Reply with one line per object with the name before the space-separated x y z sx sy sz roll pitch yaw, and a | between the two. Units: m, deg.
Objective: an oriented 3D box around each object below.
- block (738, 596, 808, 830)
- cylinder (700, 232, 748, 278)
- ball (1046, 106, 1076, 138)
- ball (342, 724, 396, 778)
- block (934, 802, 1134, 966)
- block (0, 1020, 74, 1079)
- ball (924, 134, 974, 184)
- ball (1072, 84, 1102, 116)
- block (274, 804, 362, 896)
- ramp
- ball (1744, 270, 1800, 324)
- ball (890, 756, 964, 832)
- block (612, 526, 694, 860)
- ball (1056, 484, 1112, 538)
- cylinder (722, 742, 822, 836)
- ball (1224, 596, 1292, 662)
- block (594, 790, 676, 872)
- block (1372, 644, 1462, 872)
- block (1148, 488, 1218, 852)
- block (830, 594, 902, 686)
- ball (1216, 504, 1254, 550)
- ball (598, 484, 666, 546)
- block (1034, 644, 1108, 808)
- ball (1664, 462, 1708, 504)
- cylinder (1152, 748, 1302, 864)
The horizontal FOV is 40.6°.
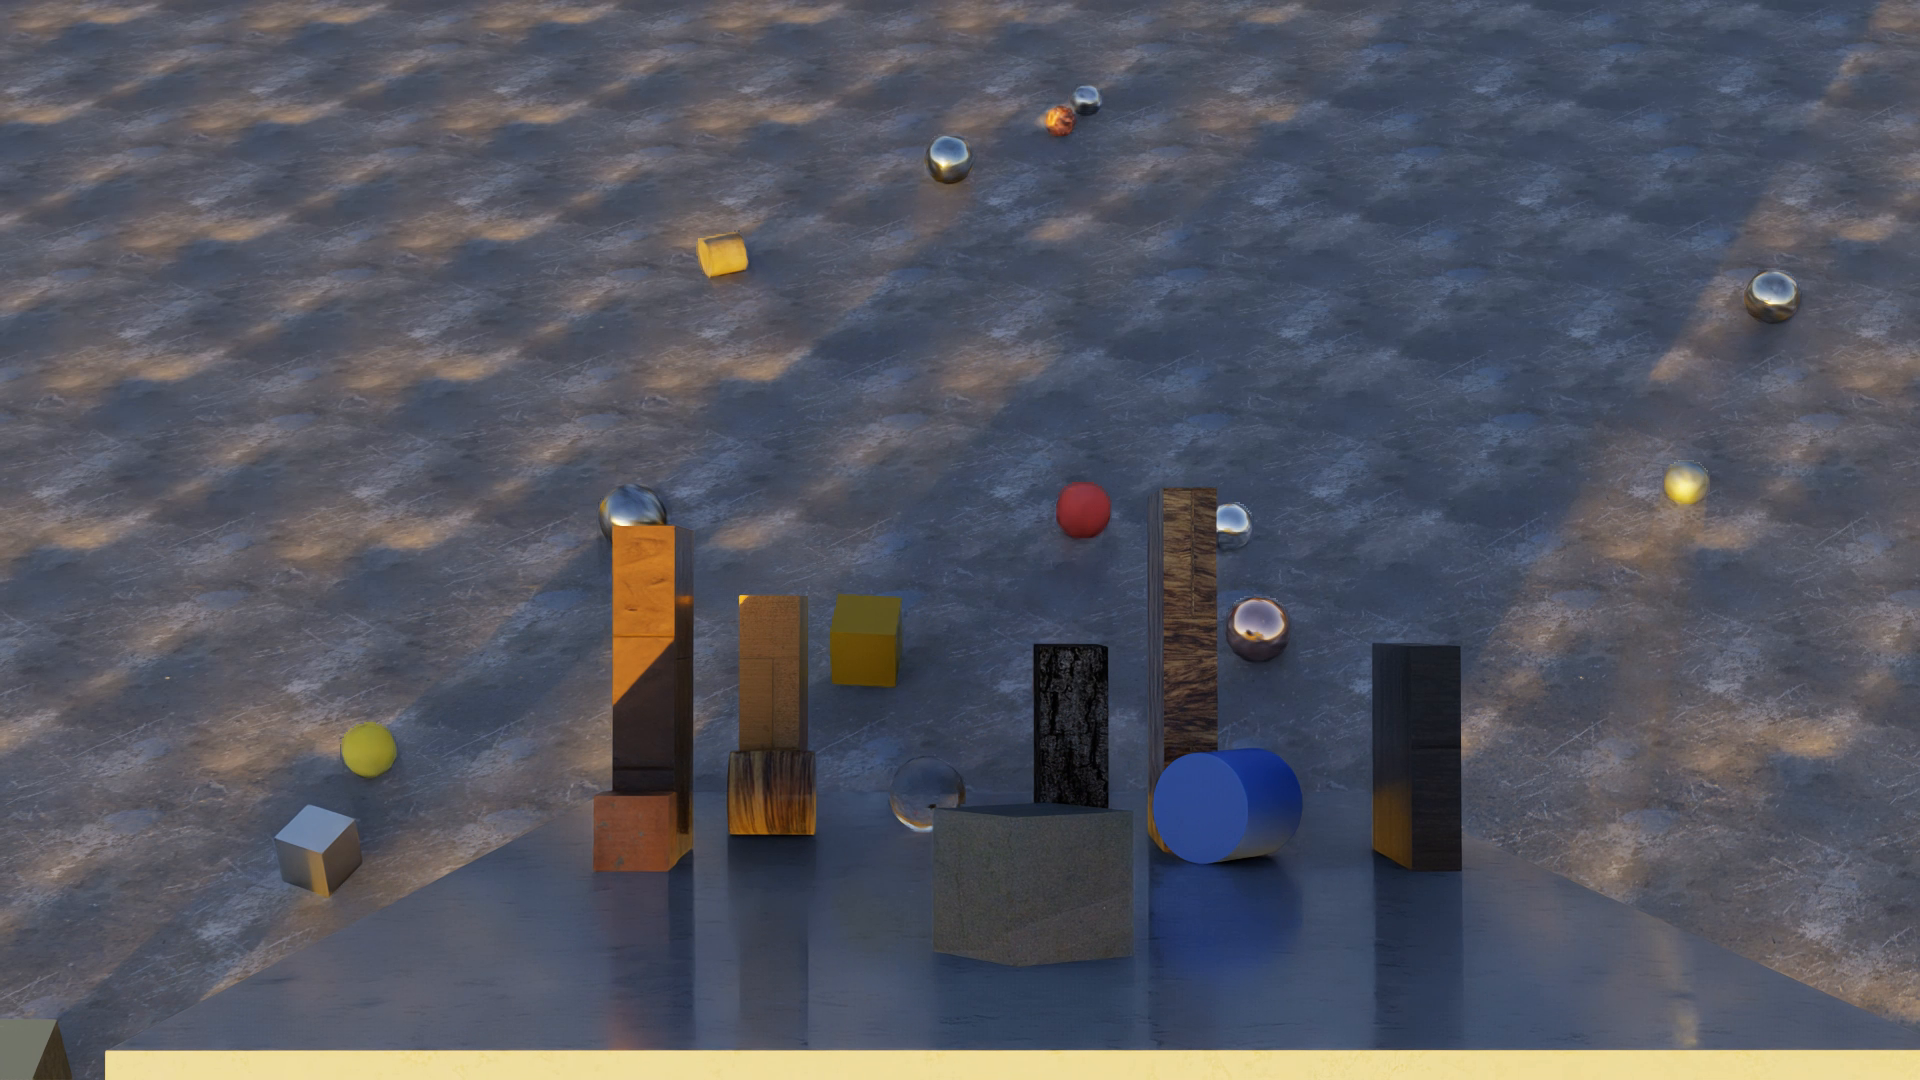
block | -0.412 0.378 5.771 0.129 0.507 0.334 0 -2 0
cylinder | -0.848 -1.020 9.291 0.135 0.135 0.135 -14 37 -19
ball | 0.396 -1.648 10.226 0.121 0.121 0.121 0 34 0
ball | -1.584 0.566 6.962 0.141 0.141 0.141 0 34 0
block | 0.101 0.474 3.605 0.199 0.199 0.199 1 -2 -35
block | -2.171 1.234 5.937 0.192 0.192 0.192 0 34 0
ball | -0.041 -1.446 9.872 0.186 0.186 0.186 0 34 0
ball | 0.506 -1.757 10.383 0.124 0.124 0.124 0 34 0
block | -1.637 0.792 6.626 0.146 0.146 0.146 14 37 20
ramp | 0.076 0.656 4.805 2.000 0.100 4.000 0 -2 0
ball | 2.810 -0.840 8.984 0.186 0.186 0.186 0 34 0
ball | -0.070 0.545 5.572 0.162 0.162 0.162 0 34 0
block | -0.595 0.295 5.059 0.116 0.636 0.350 0 -2 0
ball | 0.375 -0.088 7.895 0.169 0.169 0.169 0 34 0
cylinder | -0.398 0.536 5.511 0.177 0.177 0.177 13 35 0
ball | 0.846 0.255 7.376 0.187 0.187 0.187 0 34 0
block | -0.601 0.538 4.809 0.137 0.137 0.137 0 -2 0
block | 0.869 0.405 4.961 0.091 0.410 0.445 0 -2 0
block | 0.454 0.261 5.329 0.105 0.718 0.439 0 -2 0
block | -0.263 0.284 7.340 0.181 0.181 0.181 3 34 4
ball | 0.818 -0.040 7.853 0.139 0.139 0.139 0 34 0
ball | -0.988 -0.068 7.836 0.204 0.204 0.204 0 34 0
block | 0.165 0.370 3.910 0.099 0.423 0.329 0 -2 0
ball | 2.254 -0.175 8.056 0.133 0.133 0.133 0 34 0
cylinder | 0.512 0.506 4.957 0.208 0.208 0.208 27 14 34
